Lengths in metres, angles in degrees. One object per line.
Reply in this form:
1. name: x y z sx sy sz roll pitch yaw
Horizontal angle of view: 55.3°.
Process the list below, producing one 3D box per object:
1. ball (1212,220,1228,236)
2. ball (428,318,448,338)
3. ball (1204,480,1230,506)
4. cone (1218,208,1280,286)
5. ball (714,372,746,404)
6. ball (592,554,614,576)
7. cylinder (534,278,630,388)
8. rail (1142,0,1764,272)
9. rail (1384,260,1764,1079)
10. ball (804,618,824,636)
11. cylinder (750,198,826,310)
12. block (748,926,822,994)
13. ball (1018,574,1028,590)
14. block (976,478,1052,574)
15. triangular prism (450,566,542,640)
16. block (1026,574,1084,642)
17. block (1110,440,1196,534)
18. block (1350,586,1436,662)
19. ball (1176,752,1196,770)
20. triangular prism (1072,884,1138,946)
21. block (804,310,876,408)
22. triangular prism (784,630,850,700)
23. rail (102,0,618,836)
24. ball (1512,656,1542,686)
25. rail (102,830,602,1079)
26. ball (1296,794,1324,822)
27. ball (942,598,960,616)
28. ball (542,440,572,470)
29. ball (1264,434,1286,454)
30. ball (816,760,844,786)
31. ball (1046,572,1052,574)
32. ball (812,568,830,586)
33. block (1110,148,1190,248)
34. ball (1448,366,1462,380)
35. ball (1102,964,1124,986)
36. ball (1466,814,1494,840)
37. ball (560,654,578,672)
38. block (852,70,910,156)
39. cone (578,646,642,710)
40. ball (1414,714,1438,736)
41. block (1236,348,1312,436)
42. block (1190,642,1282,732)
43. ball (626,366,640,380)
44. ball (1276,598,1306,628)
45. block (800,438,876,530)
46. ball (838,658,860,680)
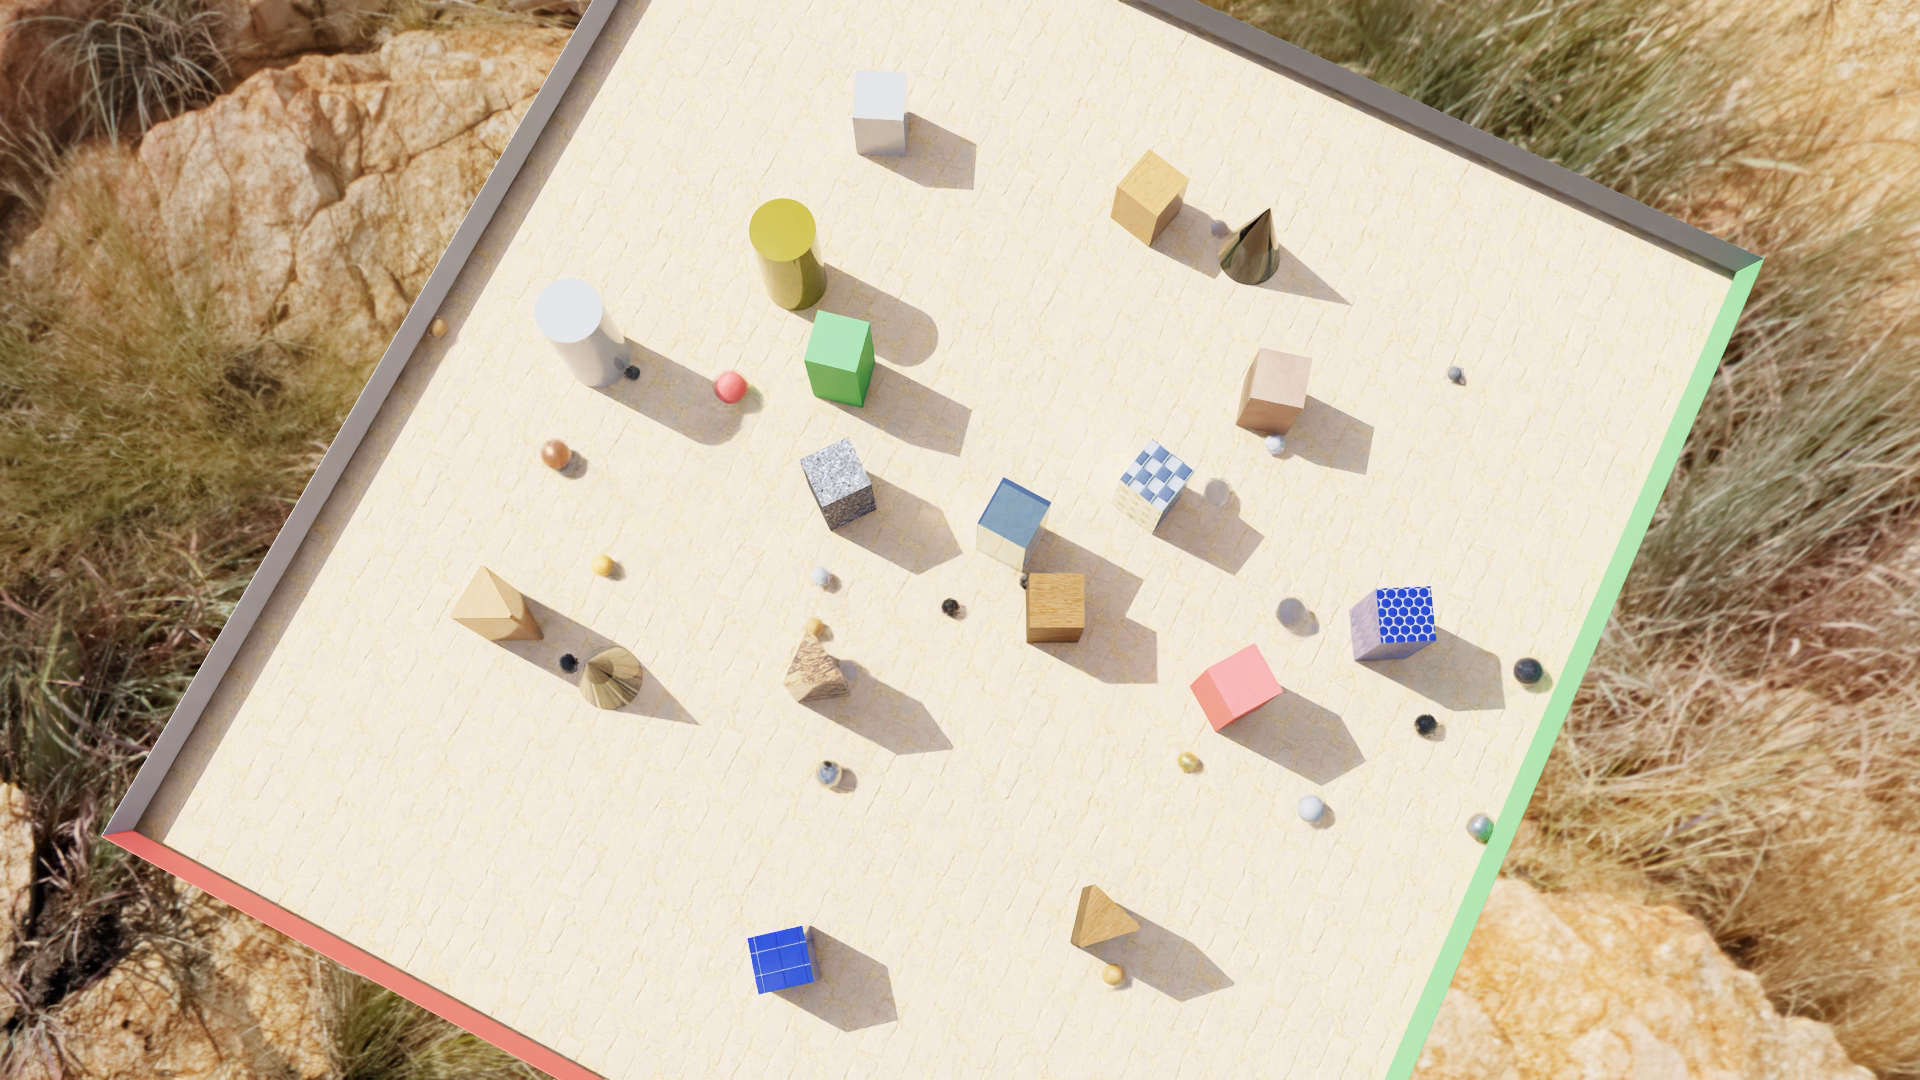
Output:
1. ball: 0.821 -0.986 5.794 0.052 0.052 0.052 0 78 0
2. ball: -1.631 -0.663 5.722 0.062 0.062 0.062 0 78 0
3. ball: 0.786 -0.146 5.606 0.080 0.080 0.080 0 78 0
4. cone: 0.916 -0.941 5.604 0.197 0.405 0.197 0 78 0
5. ball: -0.709 -0.471 5.664 0.098 0.098 0.098 0 78 0
6. ball: -1.084 0.076 5.568 0.064 0.064 0.064 0 78 0
7. cylinder: -1.130 -0.617 5.513 0.197 0.452 0.197 0 78 0
8. rail: 0.840 -1.639 5.890 3.662 0.128 0.045 26 80 5
9. rail: 1.617 0.798 5.385 0.045 0.128 3.805 26 80 5
10. ball: -0.440 0.264 5.533 0.057 0.057 0.057 0 78 0
11. cylinder: -0.519 -0.862 5.569 0.197 0.442 0.197 0 78 0
12. block: -0.498 1.194 5.225 0.157 0.283 0.157 -13 79 -3
13. ball: 0.202 0.126 5.567 0.047 0.047 0.047 0 78 0
14. block: 0.156 -0.040 5.433 0.157 0.376 0.157 28 80 6
15. triangular prism: -1.348 0.185 5.365 0.170 0.417 0.147 -1 78 0
16. block: 0.279 0.204 5.421 0.157 0.301 0.157 0 78 0
17. block: 0.575 -0.157 5.488 0.157 0.314 0.157 38 81 7
18. block: 1.265 0.248 5.377 0.157 0.368 0.157 -3 78 -1
19. ball: 0.675 0.657 5.451 0.058 0.058 0.058 0 78 0
20. triangular prism: 0.387 1.052 5.199 0.170 0.391 0.147 -16 79 -3
21. block: -0.360 -0.542 5.536 0.157 0.379 0.157 14 79 3
22. triangular prism: -0.420 0.365 5.344 0.170 0.386 0.147 -6 78 -1
23. rail: -1.617 -0.785 5.713 0.045 0.128 3.805 26 80 5
24. ball: 1.701 0.393 5.491 0.086 0.086 0.086 0 78 0
25. rail: -0.840 1.652 5.208 3.662 0.128 0.045 26 80 5
26. ball: 1.035 0.793 5.411 0.081 0.081 0.081 0 78 0
27. ball: -0.030 0.202 5.548 0.053 0.053 0.053 0 78 0
28. ball: -1.239 -0.261 5.625 0.089 0.089 0.089 0 78 0
29. ball: 0.970 -0.297 5.646 0.063 0.063 0.063 0 78 0
30. ball: -0.387 0.691 5.432 0.082 0.082 0.082 0 78 0
31. ball: 0.269 0.124 5.565 0.052 0.052 0.052 0 78 0
32. ball: -0.422 0.113 5.563 0.060 0.060 0.060 0 78 0
33. block: 0.589 -1.062 5.705 0.157 0.258 0.157 39 81 7
34. ball: 1.540 -0.517 5.701 0.044 0.044 0.044 0 78 0
35. ball: 0.444 1.262 5.323 0.064 0.064 0.064 0 78 0
36. ball: 1.533 0.847 5.401 0.078 0.078 0.078 0 78 0
37. ball: -1.178 0.370 5.513 0.053 0.053 0.053 0 78 0
38. block: -0.247 -1.337 5.754 0.157 0.272 0.157 4 78 1
39. cone: -1.056 0.380 5.359 0.197 0.350 0.197 0 78 0
40. ball: 1.390 0.552 5.468 0.068 0.068 0.068 0 78 0
41. block: 0.949 -0.447 5.552 0.157 0.307 0.157 12 79 2
42. block: 0.798 0.433 5.328 0.157 0.390 0.157 -28 80 -5
43. ball: -1.017 -0.519 5.701 0.045 0.045 0.045 0 78 0
44. ball: 0.998 0.219 5.524 0.093 0.093 0.093 0 78 0
45. block: -0.361 -0.164 5.480 0.157 0.334 0.157 -25 79 -5
46. ball: -0.334 0.390 5.502 0.066 0.066 0.066 0 78 0
